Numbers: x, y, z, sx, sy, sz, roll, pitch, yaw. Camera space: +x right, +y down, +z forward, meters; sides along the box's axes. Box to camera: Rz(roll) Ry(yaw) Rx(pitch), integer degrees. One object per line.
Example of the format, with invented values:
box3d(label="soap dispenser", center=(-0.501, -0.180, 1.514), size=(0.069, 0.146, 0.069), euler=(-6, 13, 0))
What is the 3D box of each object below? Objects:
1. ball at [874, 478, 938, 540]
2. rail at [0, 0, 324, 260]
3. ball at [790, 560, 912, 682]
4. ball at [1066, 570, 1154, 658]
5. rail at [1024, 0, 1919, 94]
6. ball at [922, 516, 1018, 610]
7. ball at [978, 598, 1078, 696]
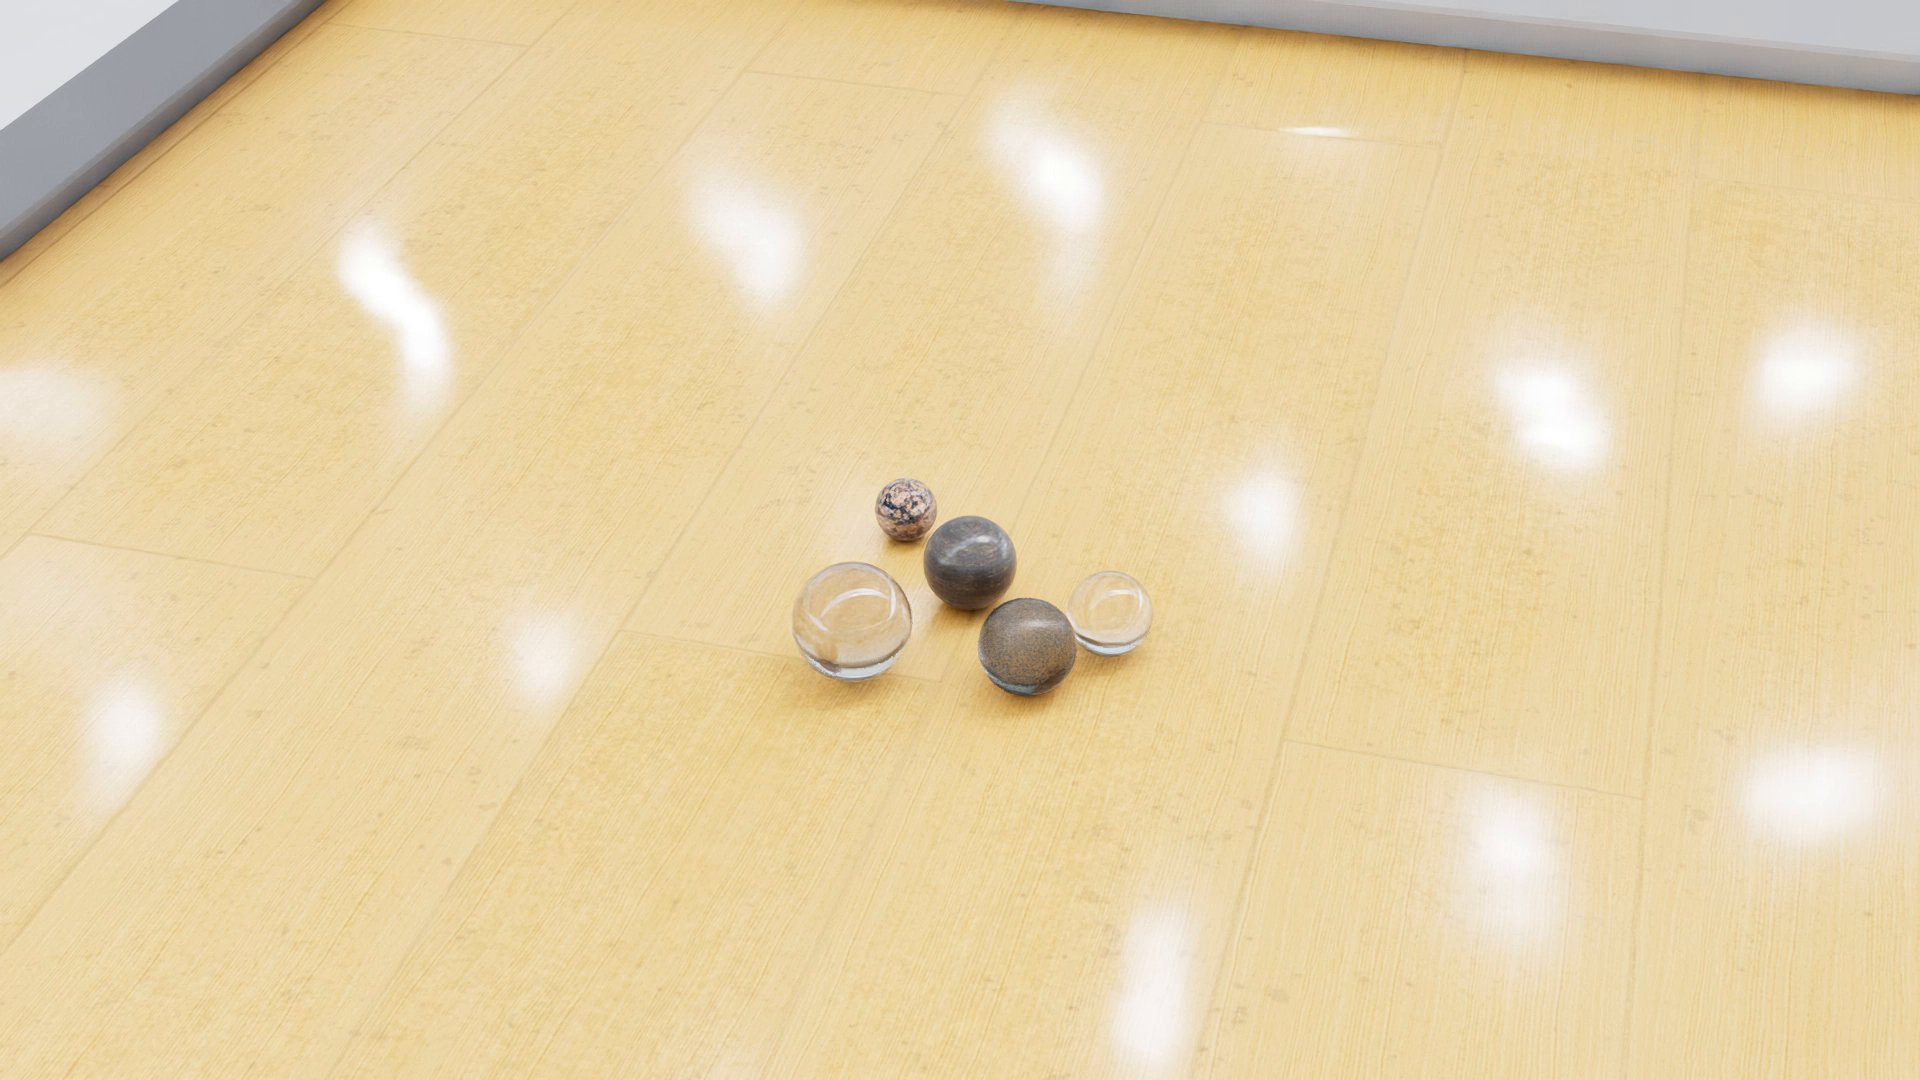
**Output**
box3d(label="ball", center=(-0.042, -0.024, 2.011), size=(0.050, 0.050, 0.050), euler=(0, 34, 0))
box3d(label="rail", center=(-0.949, -0.164, 2.160), size=(0.045, 0.114, 2.269), euler=(9, 35, 13))
box3d(label="ball", center=(-0.078, 0.059, 1.853), size=(0.088, 0.088, 0.088), euler=(0, 34, 0))
box3d(label="ball", center=(0.110, 0.054, 1.882), size=(0.064, 0.064, 0.064), euler=(0, 34, 0))
box3d(label="rail", center=(1.264, -0.470, 2.615), size=(4.029, 0.114, 0.045), euler=(9, 35, 13))
box3d(label="ball", center=(0.008, 0.017, 1.931), size=(0.071, 0.071, 0.071), euler=(0, 34, 0))
box3d(label="ball", center=(0.048, 0.077, 1.842), size=(0.072, 0.072, 0.072), euler=(0, 34, 0))
